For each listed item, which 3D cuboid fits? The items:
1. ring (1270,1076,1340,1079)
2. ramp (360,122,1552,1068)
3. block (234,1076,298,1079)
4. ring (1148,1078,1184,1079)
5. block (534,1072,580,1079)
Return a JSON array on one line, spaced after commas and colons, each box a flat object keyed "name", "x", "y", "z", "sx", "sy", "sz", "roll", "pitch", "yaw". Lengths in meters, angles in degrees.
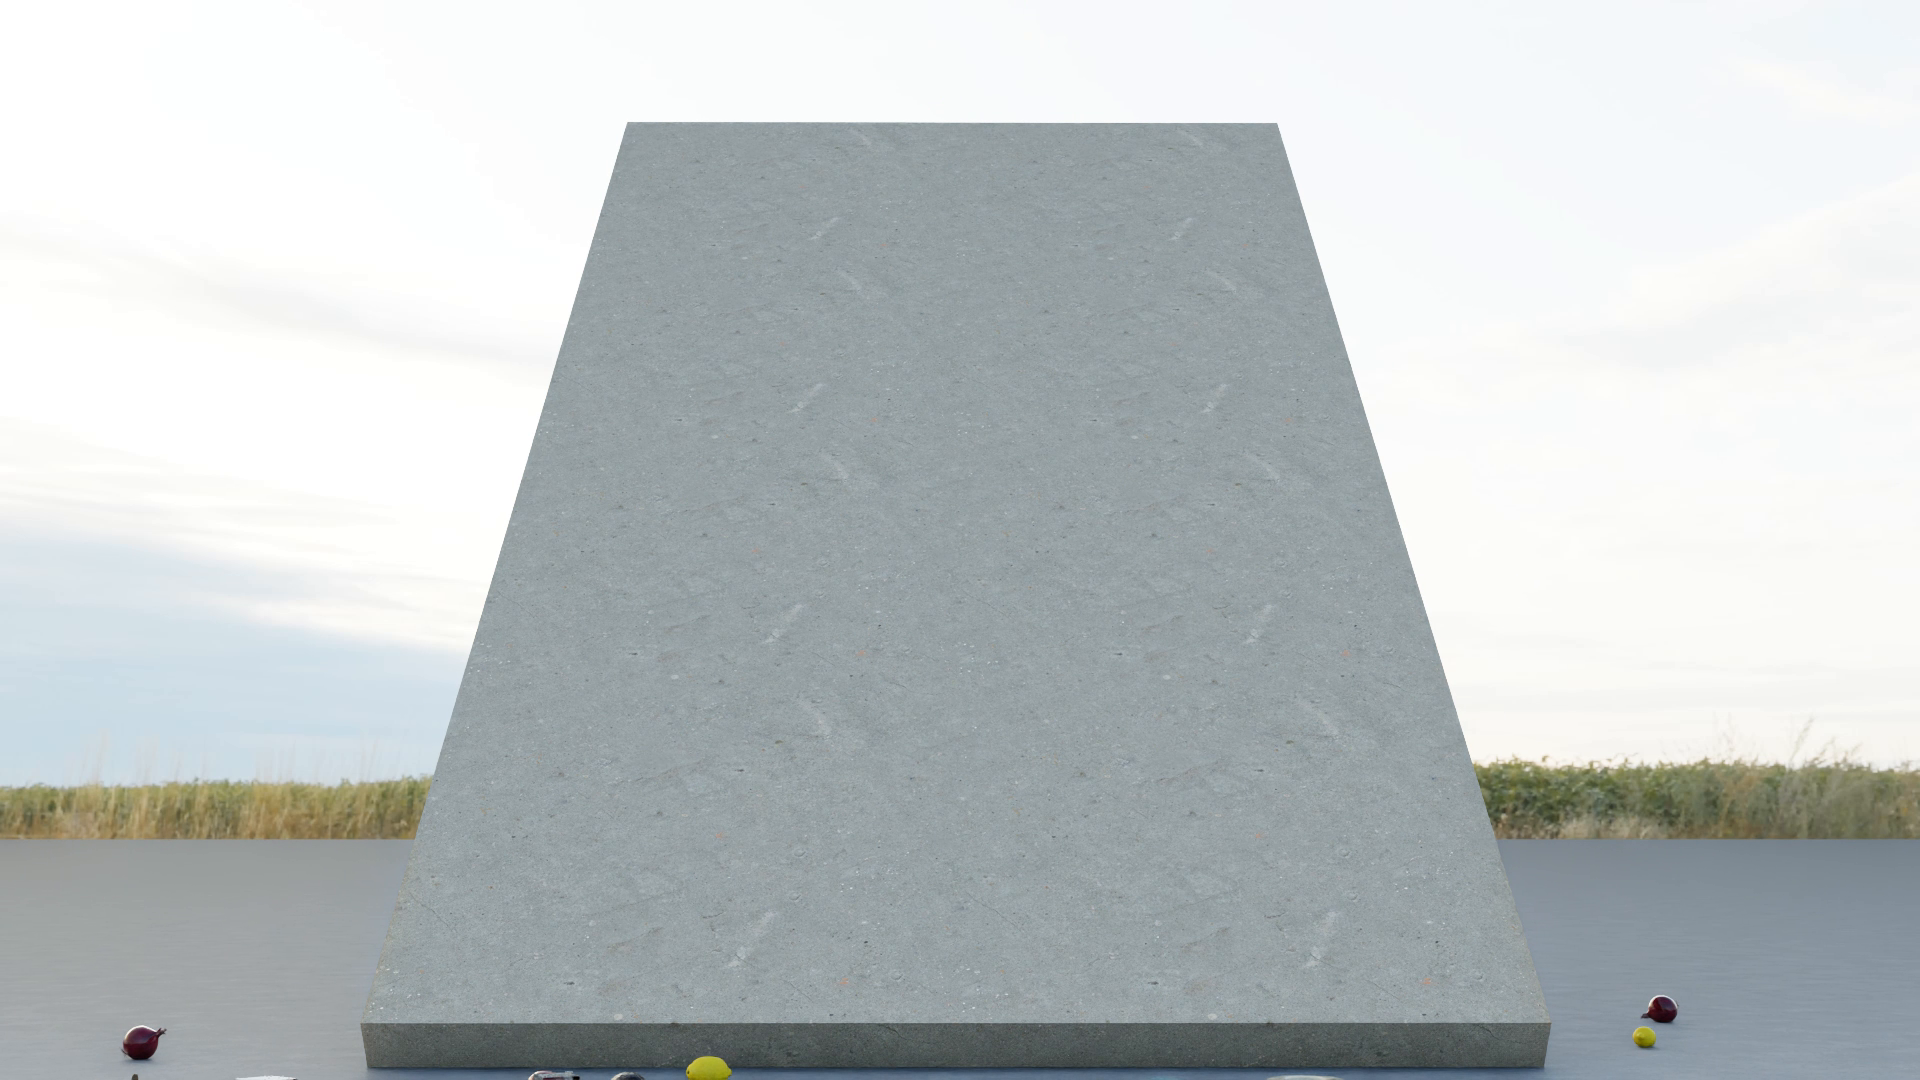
[{"name": "ring", "x": 0.500, "y": 0.798, "z": 3.515, "sx": 0.136, "sy": 0.045, "sz": 0.136, "roll": 0, "pitch": -8, "yaw": 0}, {"name": "ramp", "x": -0.015, "y": -0.195, "z": 5.825, "sx": 2.000, "sy": 0.100, "sz": 4.000, "roll": 0, "pitch": 32, "yaw": 0}, {"name": "block", "x": -0.951, "y": 0.769, "z": 3.341, "sx": 0.061, "sy": 0.061, "sz": 0.061, "roll": -6, "pitch": -9, "yaw": 41}, {"name": "ring", "x": 0.312, "y": 0.827, "z": 3.681, "sx": 0.079, "sy": 0.026, "sz": 0.079, "roll": 1, "pitch": -6, "yaw": 0}, {"name": "block", "x": -0.573, "y": 0.787, "z": 3.463, "sx": 0.053, "sy": 0.053, "sz": 0.053, "roll": 3, "pitch": -8, "yaw": -24}]
